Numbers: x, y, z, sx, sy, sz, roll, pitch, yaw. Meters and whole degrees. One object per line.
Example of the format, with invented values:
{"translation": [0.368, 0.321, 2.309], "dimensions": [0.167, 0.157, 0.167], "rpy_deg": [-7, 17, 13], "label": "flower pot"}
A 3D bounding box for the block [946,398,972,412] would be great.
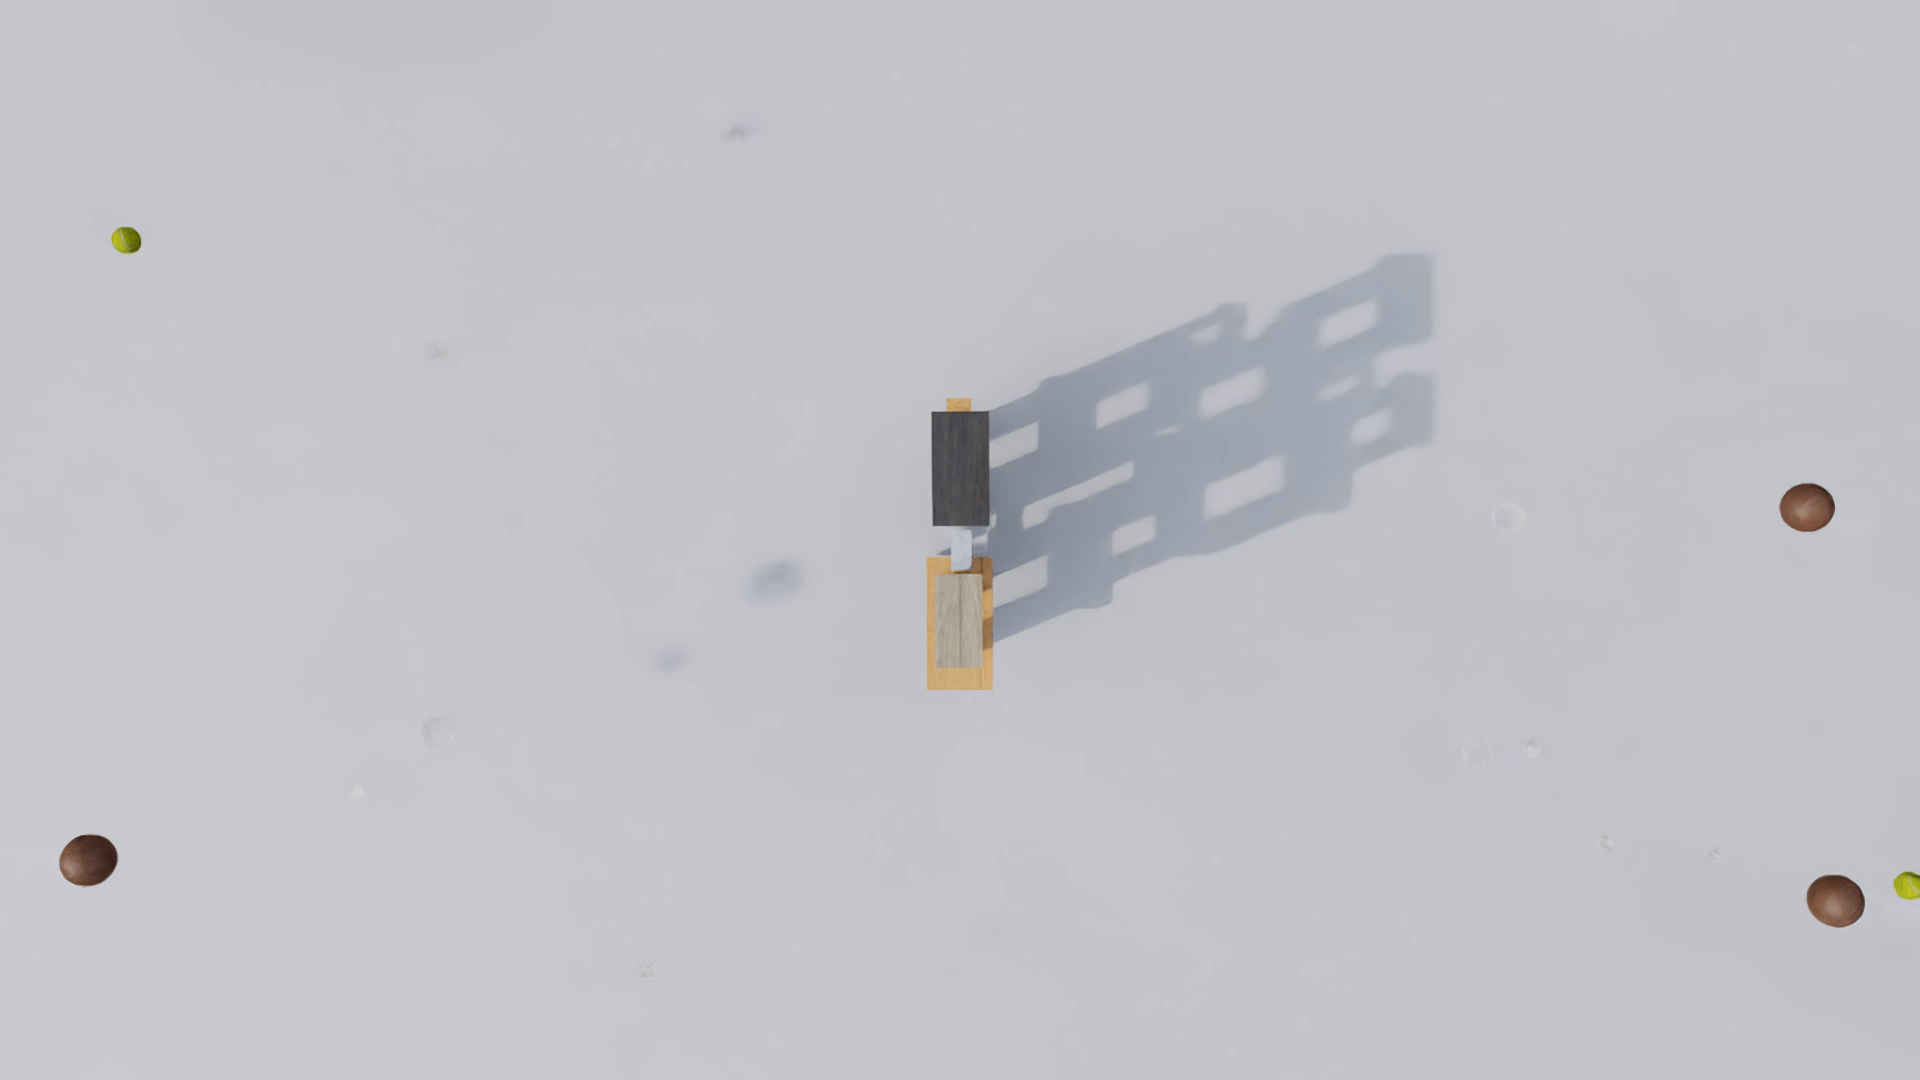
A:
{"translation": [-0.003, -0.333, 4.696], "dimensions": [0.070, 0.020, 0.140], "rpy_deg": [0, 90, 0], "label": "block"}

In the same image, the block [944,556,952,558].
{"translation": [-0.004, 0.009, 4.939], "dimensions": [0.086, 0.024, 0.173], "rpy_deg": [0, 90, 0], "label": "block"}

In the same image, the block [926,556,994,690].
{"translation": [-0.001, 0.224, 4.448], "dimensions": [0.178, 0.050, 0.356], "rpy_deg": [0, 90, 0], "label": "block"}

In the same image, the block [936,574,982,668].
{"translation": [-0.003, 0.204, 4.170], "dimensions": [0.118, 0.034, 0.237], "rpy_deg": [0, 90, 0], "label": "block"}

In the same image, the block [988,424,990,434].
{"translation": [0.002, -0.276, 4.360], "dimensions": [0.145, 0.291, 0.041], "rpy_deg": [0, 89, 0], "label": "block"}

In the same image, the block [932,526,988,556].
{"translation": [0.001, -0.108, 4.527], "dimensions": [0.149, 0.042, 0.299], "rpy_deg": [0, 90, 0], "label": "block"}

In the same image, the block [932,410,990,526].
{"translation": [0.002, -0.181, 4.194], "dimensions": [0.145, 0.041, 0.291], "rpy_deg": [-1, 90, 0], "label": "block"}

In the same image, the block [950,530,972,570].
{"translation": [0.004, 0.027, 4.308], "dimensions": [0.054, 0.015, 0.107], "rpy_deg": [1, 90, 0], "label": "block"}
